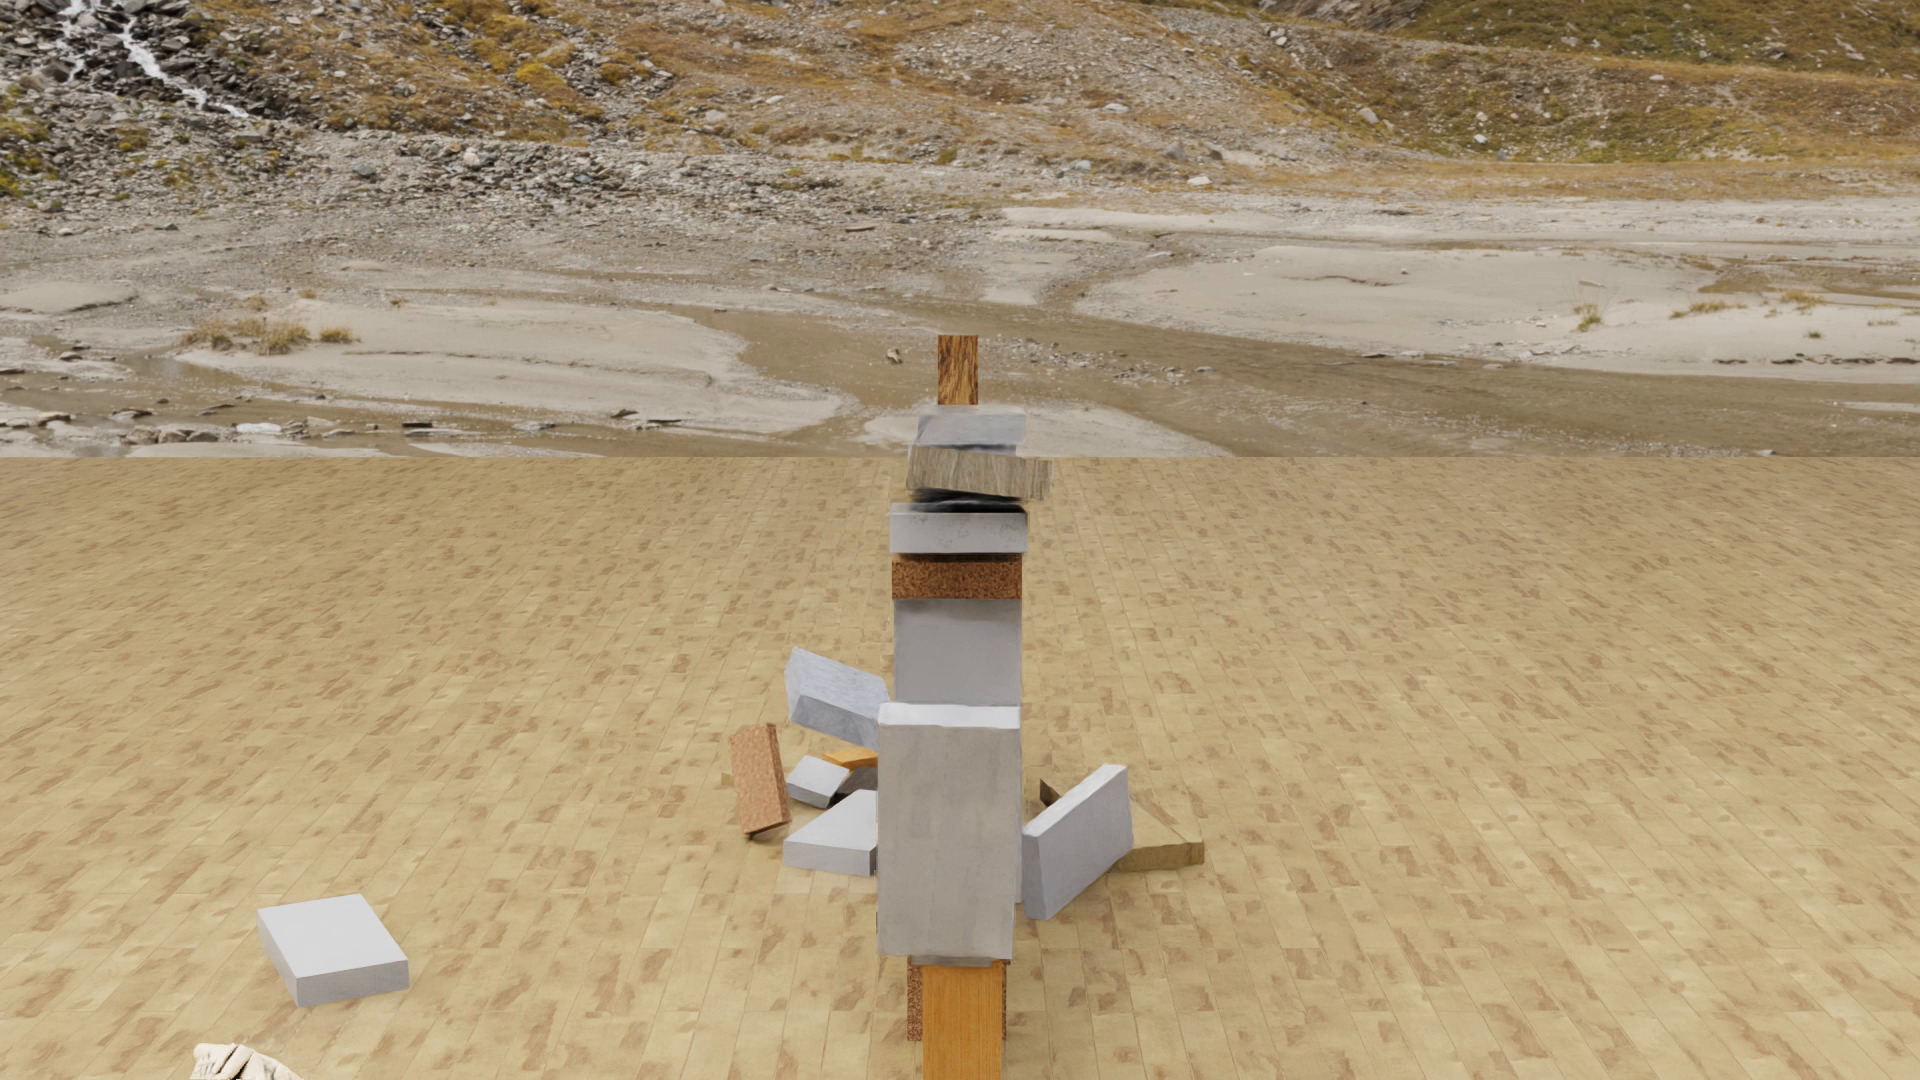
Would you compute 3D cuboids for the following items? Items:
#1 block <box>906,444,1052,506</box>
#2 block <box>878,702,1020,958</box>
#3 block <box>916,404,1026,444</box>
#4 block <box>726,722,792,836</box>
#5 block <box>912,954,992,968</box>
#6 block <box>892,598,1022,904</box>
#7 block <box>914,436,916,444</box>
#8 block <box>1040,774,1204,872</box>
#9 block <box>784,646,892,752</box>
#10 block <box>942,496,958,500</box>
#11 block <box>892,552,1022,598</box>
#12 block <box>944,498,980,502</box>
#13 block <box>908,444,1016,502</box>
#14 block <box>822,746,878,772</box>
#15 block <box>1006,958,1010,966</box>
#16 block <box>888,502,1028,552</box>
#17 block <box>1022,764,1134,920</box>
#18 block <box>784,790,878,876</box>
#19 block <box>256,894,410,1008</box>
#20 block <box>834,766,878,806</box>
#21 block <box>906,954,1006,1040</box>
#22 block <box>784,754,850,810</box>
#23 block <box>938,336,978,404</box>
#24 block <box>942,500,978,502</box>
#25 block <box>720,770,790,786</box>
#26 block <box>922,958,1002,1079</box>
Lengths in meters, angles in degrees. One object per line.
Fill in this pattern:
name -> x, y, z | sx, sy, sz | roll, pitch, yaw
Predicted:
block -> 0.019, -0.080, 2.799 | 0.169, 0.048, 0.338 | 7, 0, -2
block -> -0.016, 0.361, 2.709 | 0.169, 0.338, 0.048 | 2, 27, 1
block -> 0.019, -0.169, 3.198 | 0.150, 0.043, 0.301 | 0, 6, 1
block -> -0.364, 0.432, 3.968 | 0.092, 0.184, 0.026 | -21, -21, 27
block -> -0.003, 0.511, 2.897 | 0.102, 0.029, 0.203 | 1, 10, 4
block -> -0.003, 0.275, 2.935 | 0.170, 0.423, 0.048 | 0, 9, 0
block -> 0.006, -0.113, 3.380 | 0.150, 0.043, 0.302 | 0, -6, 0
block -> 0.288, 0.508, 3.995 | 0.148, 0.042, 0.438 | -3, 11, -17
block -> -0.194, 0.255, 3.535 | 0.162, 0.046, 0.357 | 20, 6, -9
block -> 0.000, -0.069, 3.165 | 0.050, 0.014, 0.101 | 0, -9, 2
block -> -0.003, 0.022, 3.007 | 0.170, 0.048, 0.339 | 0, 10, 0
block -> 0.002, -0.045, 3.221 | 0.050, 0.014, 0.101 | 0, -10, -1
block -> 0.003, -0.090, 3.216 | 0.150, 0.043, 0.301 | 0, -9, 0
block -> -0.191, 0.438, 4.428 | 0.152, 0.022, 0.076 | -6, 12, -31
block -> 0.000, 0.492, 3.347 | 0.155, 0.310, 0.044 | 0, 11, 0
block -> -0.005, -0.018, 2.840 | 0.169, 0.048, 0.338 | 0, 3, -1
block -> 0.194, 0.497, 3.645 | 0.042, 0.149, 0.297 | 5, 20, 33
block -> -0.172, 0.519, 3.924 | 0.162, 0.046, 0.323 | 4, 11, 21
block -> -0.962, 0.624, 3.363 | 0.162, 0.046, 0.323 | -5, 12, -27
block -> -0.172, 0.474, 4.221 | 0.092, 0.026, 0.184 | 2, 11, 13
block -> -0.005, 0.561, 3.068 | 0.138, 0.276, 0.039 | 0, 11, 0
block -> -0.276, 0.463, 4.213 | 0.092, 0.026, 0.184 | 19, 13, 5
block -> -0.004, -0.211, 4.227 | 0.076, 0.363, 0.022 | 0, 5, 0
block -> 0.001, -0.041, 3.163 | 0.050, 0.014, 0.101 | 0, -10, 2
block -> -0.383, 0.467, 4.273 | 0.152, 0.022, 0.076 | 8, 13, 37
block -> 0.003, 0.637, 2.858 | 0.102, 0.203, 0.029 | 0, 11, 0
